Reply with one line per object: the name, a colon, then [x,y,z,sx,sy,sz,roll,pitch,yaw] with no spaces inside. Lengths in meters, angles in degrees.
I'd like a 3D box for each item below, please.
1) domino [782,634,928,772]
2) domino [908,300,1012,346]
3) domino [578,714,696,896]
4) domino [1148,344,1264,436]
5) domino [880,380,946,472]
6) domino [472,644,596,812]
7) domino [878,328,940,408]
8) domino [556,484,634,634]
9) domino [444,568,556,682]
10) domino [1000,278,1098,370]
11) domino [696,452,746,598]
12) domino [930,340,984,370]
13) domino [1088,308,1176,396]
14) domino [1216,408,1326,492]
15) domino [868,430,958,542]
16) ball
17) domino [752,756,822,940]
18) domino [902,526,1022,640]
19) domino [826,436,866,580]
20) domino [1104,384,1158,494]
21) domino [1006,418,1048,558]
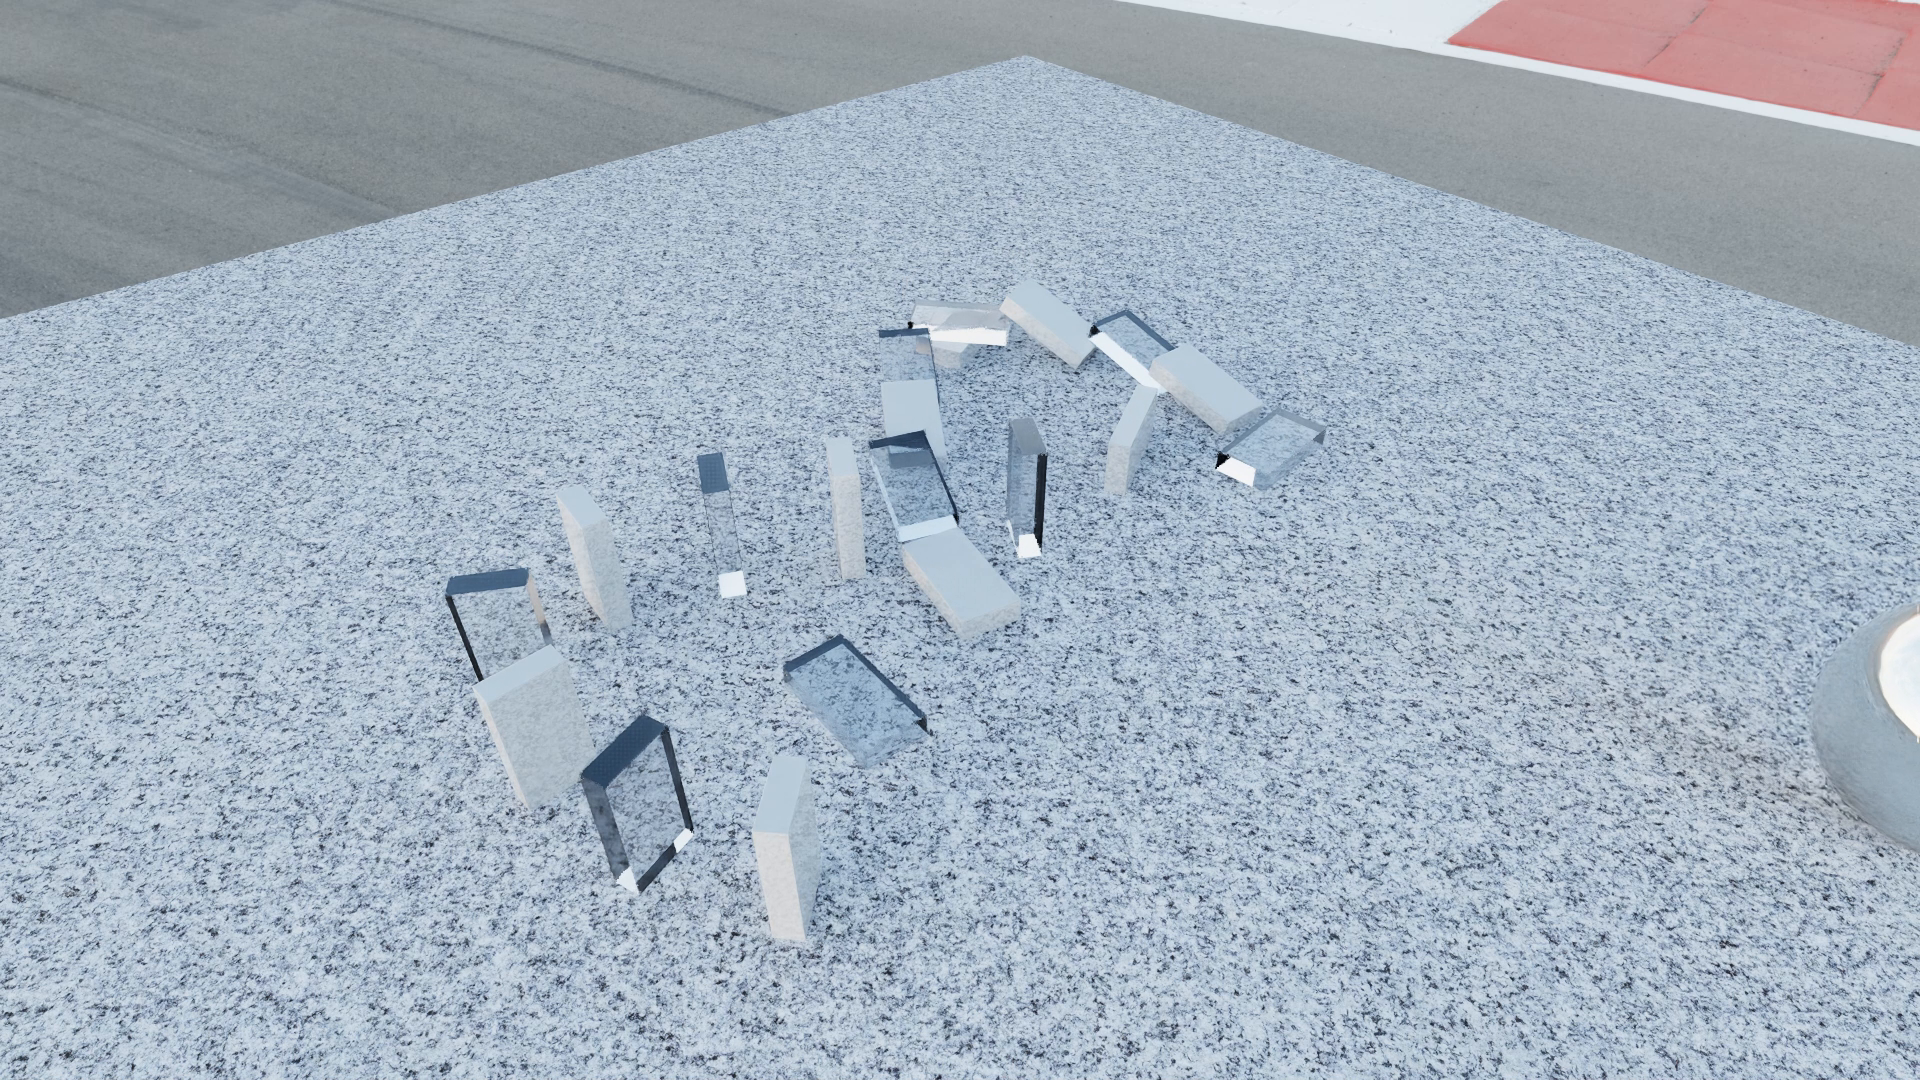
domino: [-0.036,0.055,0.377,0.025,0.010,0.050,-27,47,-29]
domino: [0.000,-0.112,0.565,0.050,0.010,0.025,5,40,7]
domino: [-0.092,0.077,0.318,0.009,0.050,0.025,20,43,22]
domino: [0.117,-0.072,0.523,0.025,0.009,0.050,-27,59,-29]
domino: [-0.021,-0.052,0.499,0.025,0.010,0.050,-5,51,-6]
domino: [-0.130,0.059,0.340,0.025,0.050,0.009,-32,49,-33]
domino: [-0.025,-0.083,0.537,0.025,0.010,0.050,-5,51,-6]
domino: [-0.133,0.007,0.403,0.009,0.050,0.025,-25,46,-27]
domino: [-0.153,0.033,0.372,0.025,0.050,0.010,-7,40,-8]
domino: [0.047,-0.111,0.562,0.050,0.010,0.025,39,48,5]
domino: [-0.090,-0.005,0.418,0.009,0.050,0.025,-10,40,-12]
domino: [0.000,-0.108,0.575,0.025,0.009,0.050,17,42,19]
domino: [0.091,-0.094,0.550,0.025,0.010,0.050,-27,59,-29]
domino: [0.140,-0.041,0.494,0.025,0.009,0.050,31,48,32]
domino: [-0.020,-0.023,0.464,0.025,0.009,0.050,-13,52,-12]
ball: [0.298,0.056,0.320,0.080,0.080,0.080,0,39,0]
domino: [-0.047,0.086,0.306,0.010,0.050,0.025,3,39,4]
domino: [0.000,0.016,0.424,0.025,0.010,0.050,-19,43,-21]
domino: [-0.044,-0.012,0.426,0.009,0.050,0.025,-8,40,-9]
domino: [0.076,-0.045,0.486,0.009,0.025,0.050,14,41,16]
domino: [0.026,-0.020,0.436,0.010,0.050,0.025,-6,40,-8]
